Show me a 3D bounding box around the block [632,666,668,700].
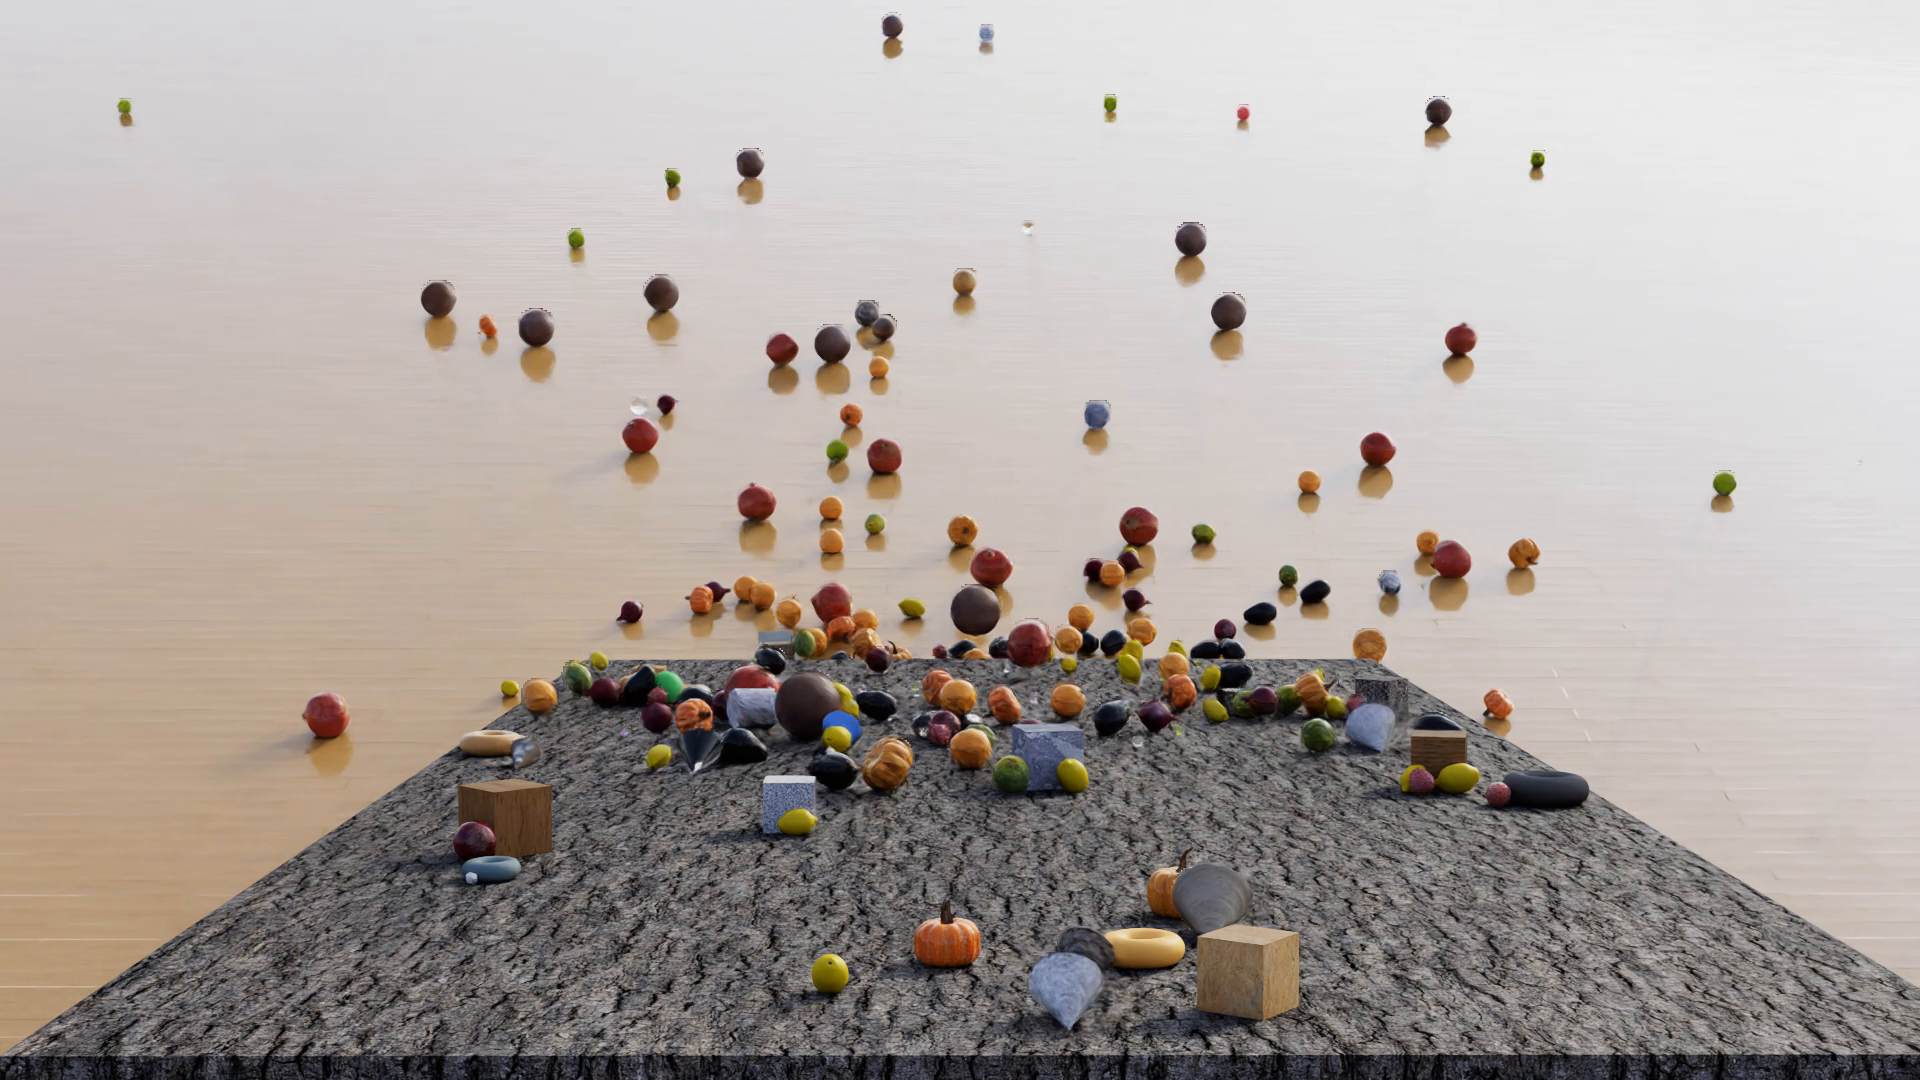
[{"bbox_3d":[-0.683,0.314,5.666,0.068,0.068,0.068,0,3,2],"label":"block"}]

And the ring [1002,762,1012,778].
[{"bbox_3d":[0.112,0.398,4.426,0.078,0.026,0.078,1,2,0],"label":"ring"}]

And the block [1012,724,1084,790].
[{"bbox_3d":[0.148,0.366,4.344,0.098,0.098,0.098,-1,3,-13],"label":"block"}]

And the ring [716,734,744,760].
[{"bbox_3d":[-0.450,0.379,4.692,0.115,0.038,0.115,0,4,0],"label":"ring"}]

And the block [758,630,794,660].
[{"bbox_3d":[-0.477,0.296,6.680,0.090,0.090,0.090,-2,22,-5],"label":"block"}]

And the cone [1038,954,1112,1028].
[{"bbox_3d":[0.112,0.483,2.666,0.078,0.078,0.078,6,50,14],"label":"cone"}]

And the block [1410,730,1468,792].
[{"bbox_3d":[0.807,0.370,4.328,0.090,0.090,0.090,1,3,13],"label":"block"}]

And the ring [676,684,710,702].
[{"bbox_3d":[-0.591,0.335,5.608,0.094,0.031,0.094,-3,5,0],"label":"ring"}]

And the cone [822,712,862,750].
[{"bbox_3d":[-0.231,0.374,4.812,0.077,0.077,0.077,5,31,12],"label":"cone"}]

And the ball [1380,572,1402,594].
[{"bbox_3d":[1.198,0.121,7.156,0.063,0.063,0.063,0,22,0],"label":"ball"}]

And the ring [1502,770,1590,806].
[{"bbox_3d":[0.946,0.401,4.155,0.139,0.046,0.139,1,2,0],"label":"ring"}]

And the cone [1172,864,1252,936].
[{"bbox_3d":[0.301,0.457,3.089,0.097,0.097,0.097,3,30,7],"label":"cone"}]

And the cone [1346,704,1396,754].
[{"bbox_3d":[0.774,0.370,4.787,0.096,0.096,0.096,-2,30,-4],"label":"cone"}]

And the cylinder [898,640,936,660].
[{"bbox_3d":[-0.108,0.319,6.591,0.099,0.099,0.099,-5,17,1],"label":"cylinder"}]

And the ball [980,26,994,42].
[{"bbox_3d":[0.153,-2.900,14.722,0.088,0.088,0.088,0,22,0],"label":"ball"}]

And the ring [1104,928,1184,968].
[{"bbox_3d":[0.208,0.469,2.955,0.101,0.034,0.101,-1,2,0],"label":"ring"}]

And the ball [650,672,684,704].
[{"bbox_3d":[-0.632,0.319,5.546,0.070,0.070,0.070,0,22,0],"label":"ball"}]

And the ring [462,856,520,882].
[{"bbox_3d":[-0.635,0.446,3.484,0.080,0.027,0.080,-2,3,0],"label":"ring"}]

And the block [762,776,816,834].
[{"bbox_3d":[-0.258,0.400,3.894,0.076,0.076,0.076,0,3,0],"label":"block"}]

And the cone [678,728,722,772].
[{"bbox_3d":[-0.465,0.388,4.533,0.080,0.080,0.080,1,30,3],"label":"cone"}]

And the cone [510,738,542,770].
[{"bbox_3d":[-0.780,0.391,4.565,0.057,0.057,0.057,4,30,9],"label":"cone"}]

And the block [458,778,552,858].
[{"bbox_3d":[-0.654,0.400,3.697,0.096,0.096,0.096,-3,4,-42],"label":"block"}]

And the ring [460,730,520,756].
[{"bbox_3d":[-0.865,0.375,4.748,0.117,0.039,0.117,1,3,0],"label":"ring"}]

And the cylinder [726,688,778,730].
[{"bbox_3d":[-0.414,0.335,5.124,0.080,0.080,0.080,-1,20,-25],"label":"cylinder"}]

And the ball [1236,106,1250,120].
[{"bbox_3d":[1.411,-2.123,12.795,0.067,0.067,0.067,0,22,0],"label":"ball"}]

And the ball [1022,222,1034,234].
[{"bbox_3d":[0.285,-1.306,10.759,0.053,0.053,0.053,0,22,0],"label":"ball"}]

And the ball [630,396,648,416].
[{"bbox_3d":[-1.070,-0.448,8.590,0.060,0.060,0.060,0,22,0],"label":"ball"}]

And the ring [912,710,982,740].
[{"bbox_3d":[-0.025,0.359,4.985,0.139,0.046,0.139,-1,4,0],"label":"ring"}]

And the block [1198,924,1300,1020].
[{"bbox_3d":[0.306,0.458,2.729,0.079,0.079,0.079,2,4,35],"label":"block"}]

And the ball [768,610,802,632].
[{"bbox_3d":[-0.474,0.232,6.957,0.089,0.089,0.089,0,22,0],"label":"ball"}]

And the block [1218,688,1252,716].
[{"bbox_3d":[0.572,0.337,5.351,0.051,0.051,0.051,2,4,40],"label":"block"}]

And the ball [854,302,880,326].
[{"bbox_3d":[-0.344,-0.838,9.529,0.092,0.092,0.092,0,22,0],"label":"ball"}]

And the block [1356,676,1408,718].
[{"bbox_3d":[0.872,0.325,5.316,0.079,0.079,0.079,2,4,40],"label":"block"}]

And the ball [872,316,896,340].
[{"bbox_3d":[-0.278,-0.772,9.373,0.086,0.086,0.086,0,22,0],"label":"ball"}]

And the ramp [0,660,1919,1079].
[{"bbox_3d":[0.050,0.455,4.532,2.000,0.100,4.000,0,3,0],"label":"ramp"}]

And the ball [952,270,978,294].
[{"bbox_3d":[0.018,-0.995,9.919,0.096,0.096,0.096,0,22,0],"label":"ball"}]
